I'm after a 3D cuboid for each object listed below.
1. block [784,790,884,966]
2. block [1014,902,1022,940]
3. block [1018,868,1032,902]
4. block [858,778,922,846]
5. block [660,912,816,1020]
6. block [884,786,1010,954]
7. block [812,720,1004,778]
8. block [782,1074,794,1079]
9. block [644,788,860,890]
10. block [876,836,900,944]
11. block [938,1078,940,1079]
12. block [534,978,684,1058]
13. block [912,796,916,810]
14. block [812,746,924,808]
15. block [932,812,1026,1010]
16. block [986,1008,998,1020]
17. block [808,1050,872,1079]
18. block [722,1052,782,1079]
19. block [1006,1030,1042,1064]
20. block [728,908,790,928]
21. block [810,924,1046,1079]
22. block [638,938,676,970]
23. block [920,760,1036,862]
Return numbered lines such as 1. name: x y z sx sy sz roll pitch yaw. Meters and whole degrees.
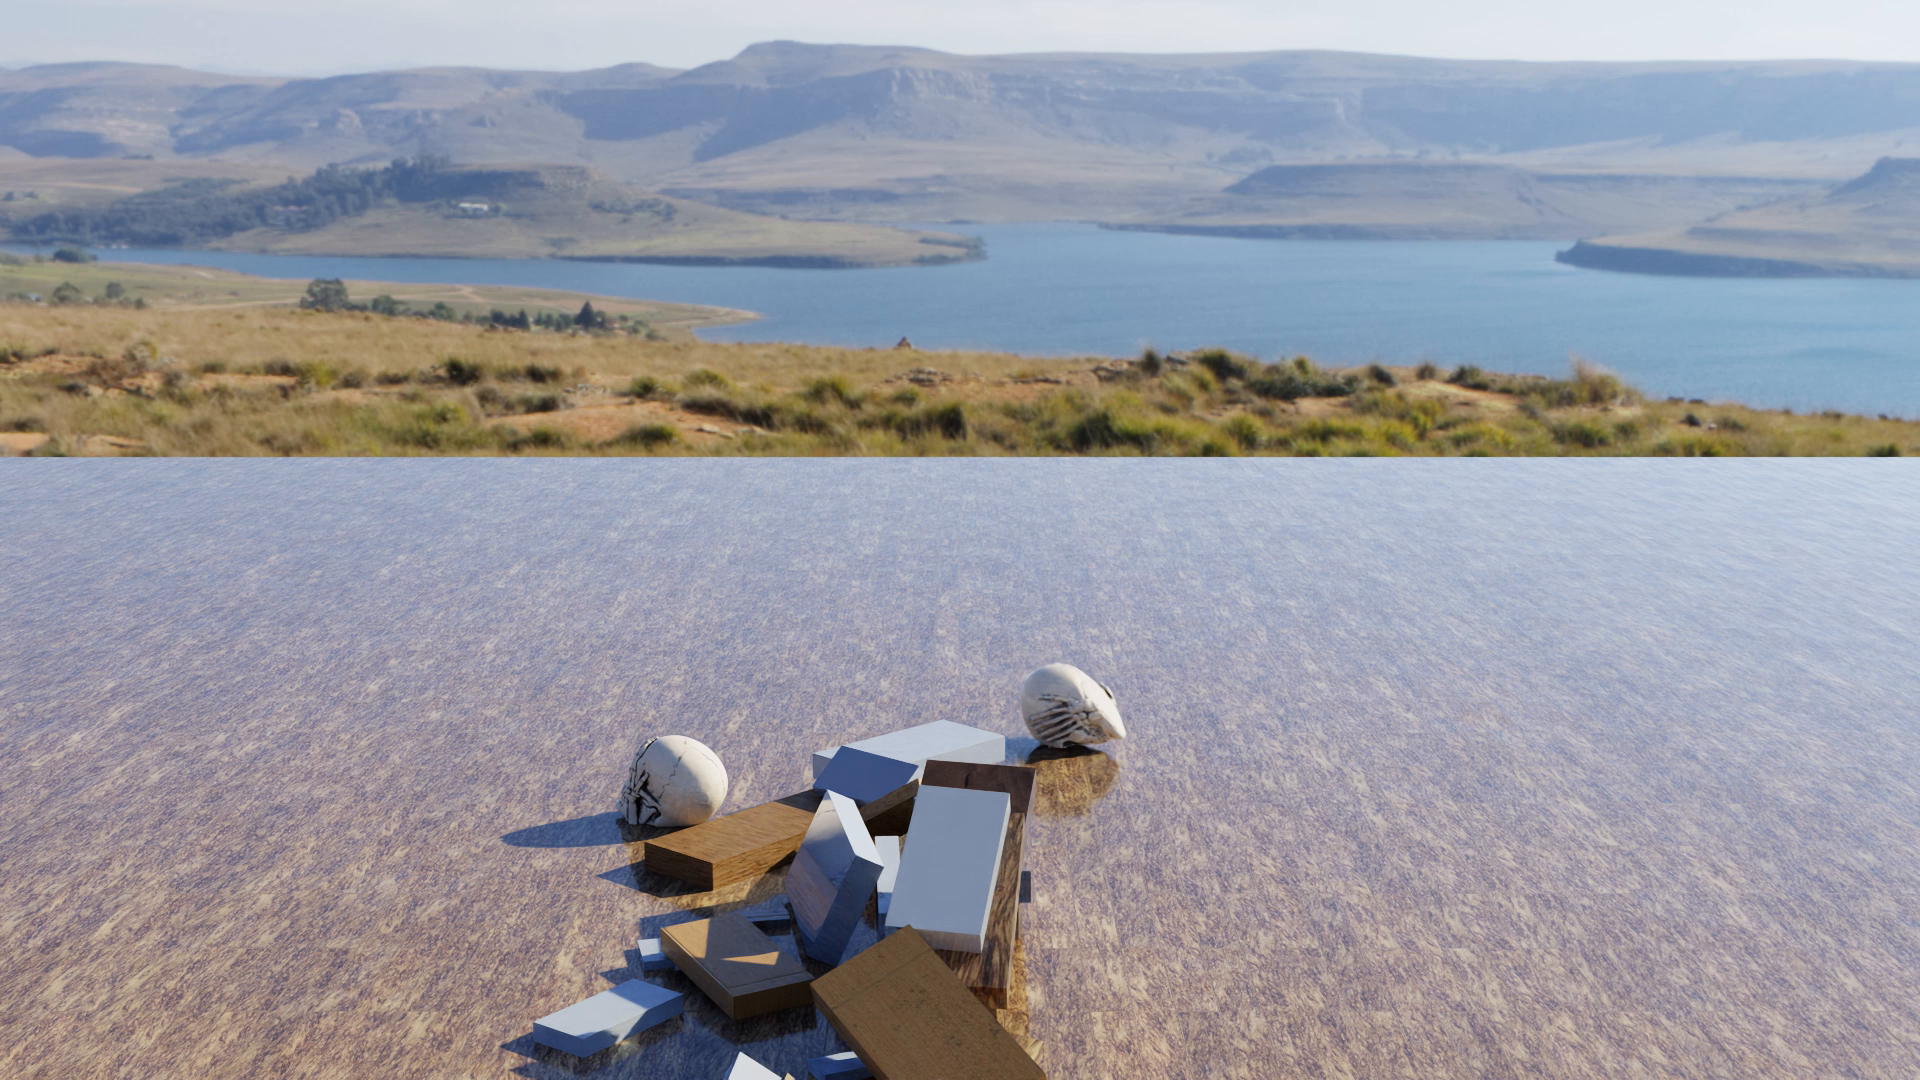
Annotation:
1. block: -0.204 0.532 3.499 0.049 0.172 0.344 24 5 -14
2. block: 0.008 0.574 3.325 0.167 0.047 0.335 -1 -8 2
3. block: 0.018 0.547 3.507 0.167 0.047 0.335 0 -7 -2
4. block: -0.110 0.476 3.818 0.199 0.028 0.099 -31 -38 30
5. block: -0.333 0.633 3.281 0.131 0.037 0.263 -7 17 -30
6. block: -0.015 0.455 3.066 0.131 0.037 0.263 4 40 9
7. block: -0.095 0.415 4.211 0.344 0.049 0.172 -10 15 -44
8. block: -0.195 0.732 2.600 0.122 0.035 0.244 43 12 -2
9. block: -0.271 0.510 3.968 0.172 0.049 0.633 9 14 40
10. block: -0.109 0.575 3.388 0.037 0.131 0.356 -1 11 -3
11. block: -0.091 0.724 2.541 0.139 0.039 0.277 -21 10 8
12. block: -0.498 0.677 3.122 0.099 0.028 0.198 8 13 36
13. block: 0.008 0.464 3.627 0.126 0.036 0.253 -1 6 -12
14. block: -0.166 0.438 3.995 0.198 0.028 0.099 9 52 41
15. block: 0.000 0.509 3.064 0.158 0.045 0.316 2 40 6
16. block: 0.001 0.663 3.090 0.099 0.028 0.197 0 -1 0
17. block: -0.142 0.711 2.976 0.113 0.016 0.056 -5 12 -26
18. block: -0.251 0.727 2.649 0.122 0.035 0.305 33 12 -2
19. block: 0.023 0.702 2.846 0.099 0.028 0.197 11 27 23
20. block: -0.322 0.609 3.528 0.095 0.013 0.047 -2 11 -11
21. block: -0.043 0.642 2.831 0.158 0.045 0.316 -28 43 -22
22. block: -0.468 0.636 3.383 0.047 0.013 0.095 -3 11 -14
23. block: 0.008 0.455 3.223 0.167 0.047 0.335 4 35 8
